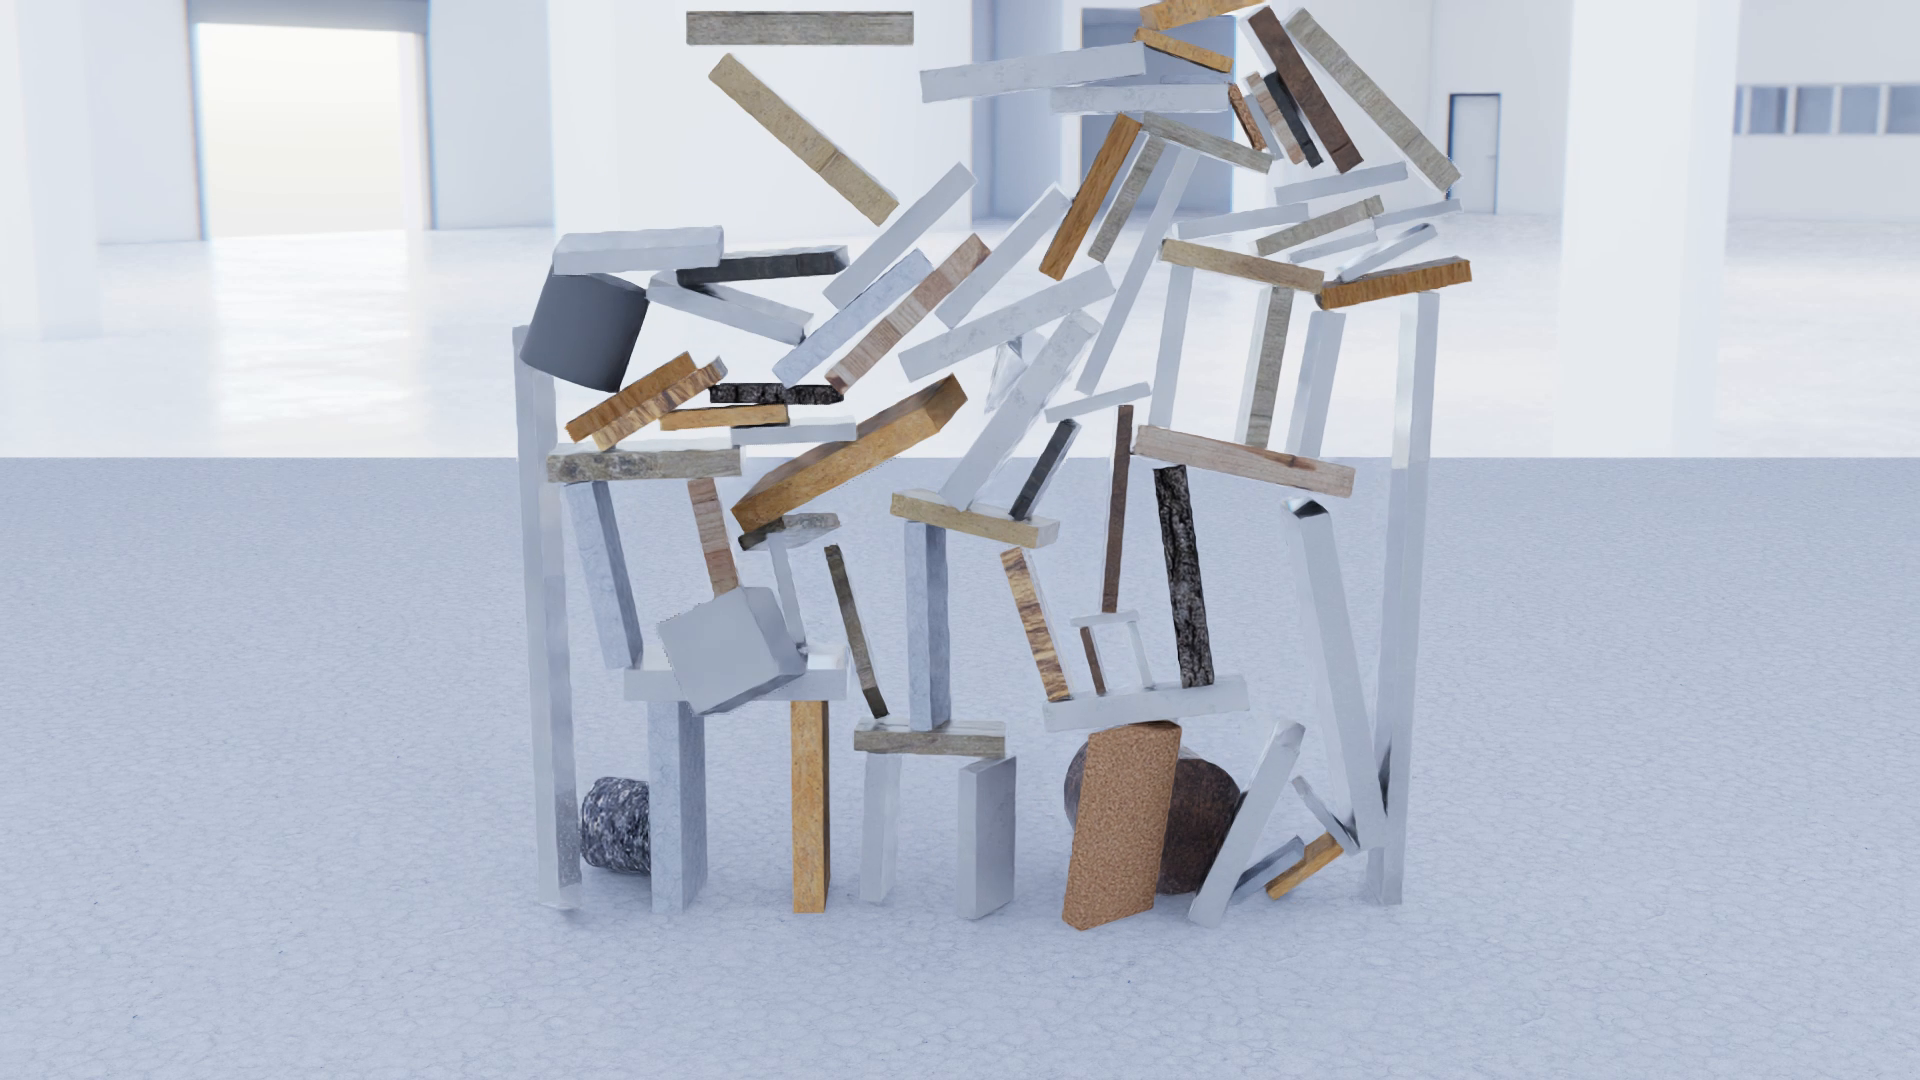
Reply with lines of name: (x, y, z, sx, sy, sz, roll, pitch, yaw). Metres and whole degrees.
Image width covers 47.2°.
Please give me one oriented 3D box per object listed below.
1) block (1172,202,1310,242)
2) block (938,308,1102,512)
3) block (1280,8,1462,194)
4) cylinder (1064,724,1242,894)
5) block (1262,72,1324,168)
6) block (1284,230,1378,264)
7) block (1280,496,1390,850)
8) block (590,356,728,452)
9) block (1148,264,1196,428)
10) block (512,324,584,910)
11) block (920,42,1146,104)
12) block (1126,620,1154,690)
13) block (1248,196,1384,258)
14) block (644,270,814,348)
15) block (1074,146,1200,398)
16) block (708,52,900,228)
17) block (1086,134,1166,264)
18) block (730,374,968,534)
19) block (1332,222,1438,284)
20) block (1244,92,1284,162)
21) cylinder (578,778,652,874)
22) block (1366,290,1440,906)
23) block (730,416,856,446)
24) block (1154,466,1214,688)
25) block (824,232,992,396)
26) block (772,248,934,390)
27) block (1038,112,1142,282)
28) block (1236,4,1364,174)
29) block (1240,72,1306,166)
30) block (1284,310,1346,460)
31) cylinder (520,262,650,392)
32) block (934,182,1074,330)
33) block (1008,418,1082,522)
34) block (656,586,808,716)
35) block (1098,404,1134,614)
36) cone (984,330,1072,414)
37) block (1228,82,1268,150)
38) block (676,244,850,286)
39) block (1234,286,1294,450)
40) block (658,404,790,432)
block: (0.444, -0.504, 3.492, 0.205, 0.029, 0.103, -9, 5, 2)
block: (0.100, -0.211, 3.546, 0.050, 0.352, 0.176, 37, 14, 3)
block: (0.637, -0.688, 3.437, 0.040, 0.356, 0.140, -44, 7, 11)
cylinder: (0.329, 0.455, 3.753, 0.235, 0.235, 0.235, -4, 11, -19)
block: (0.519, -0.659, 3.457, 0.022, 0.160, 0.077, -30, 9, 6)
block: (0.589, -0.463, 3.489, 0.138, 0.020, 0.069, -15, 5, 3)
block: (0.612, 0.215, 3.591, 0.049, 0.556, 0.174, -12, 10, 0)
block: (-0.479, -0.220, 3.522, 0.226, 0.032, 0.113, -31, 9, 4)
block: (0.338, -0.308, 3.515, 0.036, 0.255, 0.127, 9, 5, 6)
block: (-0.689, 0.119, 3.666, 0.032, 0.979, 0.113, -8, -16, 8)
block: (0.111, -0.727, 3.428, 0.343, 0.049, 0.171, -7, 10, 2)
block: (0.291, 0.184, 3.546, 0.016, 0.111, 0.055, -15, 0, 5)
block: (0.563, -0.495, 3.491, 0.205, 0.029, 0.103, -20, 5, 2)
block: (-0.367, -0.374, 3.528, 0.254, 0.036, 0.127, 17, 15, 0)
block: (0.281, -0.425, 3.483, 0.030, 0.414, 0.104, 24, 9, 2)
block: (-0.241, -0.624, 3.422, 0.343, 0.049, 0.171, 41, 7, -10)
block: (0.261, -0.537, 3.462, 0.030, 0.209, 0.104, 28, 10, -2)
block: (-0.183, -0.142, 3.627, 0.393, 0.050, 0.176, -27, 12, 24)
block: (0.673, -0.455, 3.486, 0.161, 0.020, 0.069, -27, 10, 4)
block: (0.473, -0.647, 3.447, 0.016, 0.112, 0.056, -27, 9, 6)
cylinder: (-0.548, 0.492, 3.775, 0.155, 0.155, 0.155, 4, 11, 20)
block: (0.718, 0.097, 3.578, 0.033, 1.002, 0.117, 1, 10, -2)
block: (-0.269, -0.176, 3.553, 0.201, 0.028, 0.100, -3, 10, -4)
block: (0.360, 0.057, 3.533, 0.049, 0.347, 0.174, -8, 0, 7)
block: (-0.083, -0.362, 3.490, 0.323, 0.042, 0.147, -43, 7, 5)
block: (-0.169, -0.353, 3.491, 0.294, 0.042, 0.147, -39, 7, 5)
block: (0.204, -0.541, 3.467, 0.039, 0.272, 0.136, 27, 10, -3)
block: (0.529, -0.702, 3.432, 0.040, 0.279, 0.139, -33, 10, 7)
block: (0.491, -0.661, 3.447, 0.022, 0.155, 0.077, -30, 9, 6)
block: (0.568, -0.248, 3.524, 0.033, 0.234, 0.117, 10, 4, -3)
cylinder: (-0.602, -0.345, 3.541, 0.168, 0.168, 0.168, 20, 8, -3)
block: (0.070, -0.452, 3.480, 0.039, 0.272, 0.136, 43, 12, -7)
block: (0.138, -0.114, 3.545, 0.024, 0.172, 0.086, 31, 12, 8)
block: (-0.350, 0.171, 3.403, 0.148, 0.148, 0.148, -26, -8, 10)
block: (0.251, -0.051, 3.548, 0.024, 0.332, 0.086, 5, 3, 0)
cone: (0.084, -0.266, 3.729, 0.152, 0.152, 0.152, 31, 28, -18)
block: (0.448, -0.662, 3.448, 0.016, 0.112, 0.056, -27, 7, 6)
block: (-0.313, -0.439, 3.503, 0.254, 0.036, 0.127, -3, 13, 8)
block: (0.486, -0.275, 3.523, 0.036, 0.255, 0.127, 9, 3, -2)
block: (-0.379, -0.199, 3.542, 0.201, 0.028, 0.100, -4, 6, -1)
